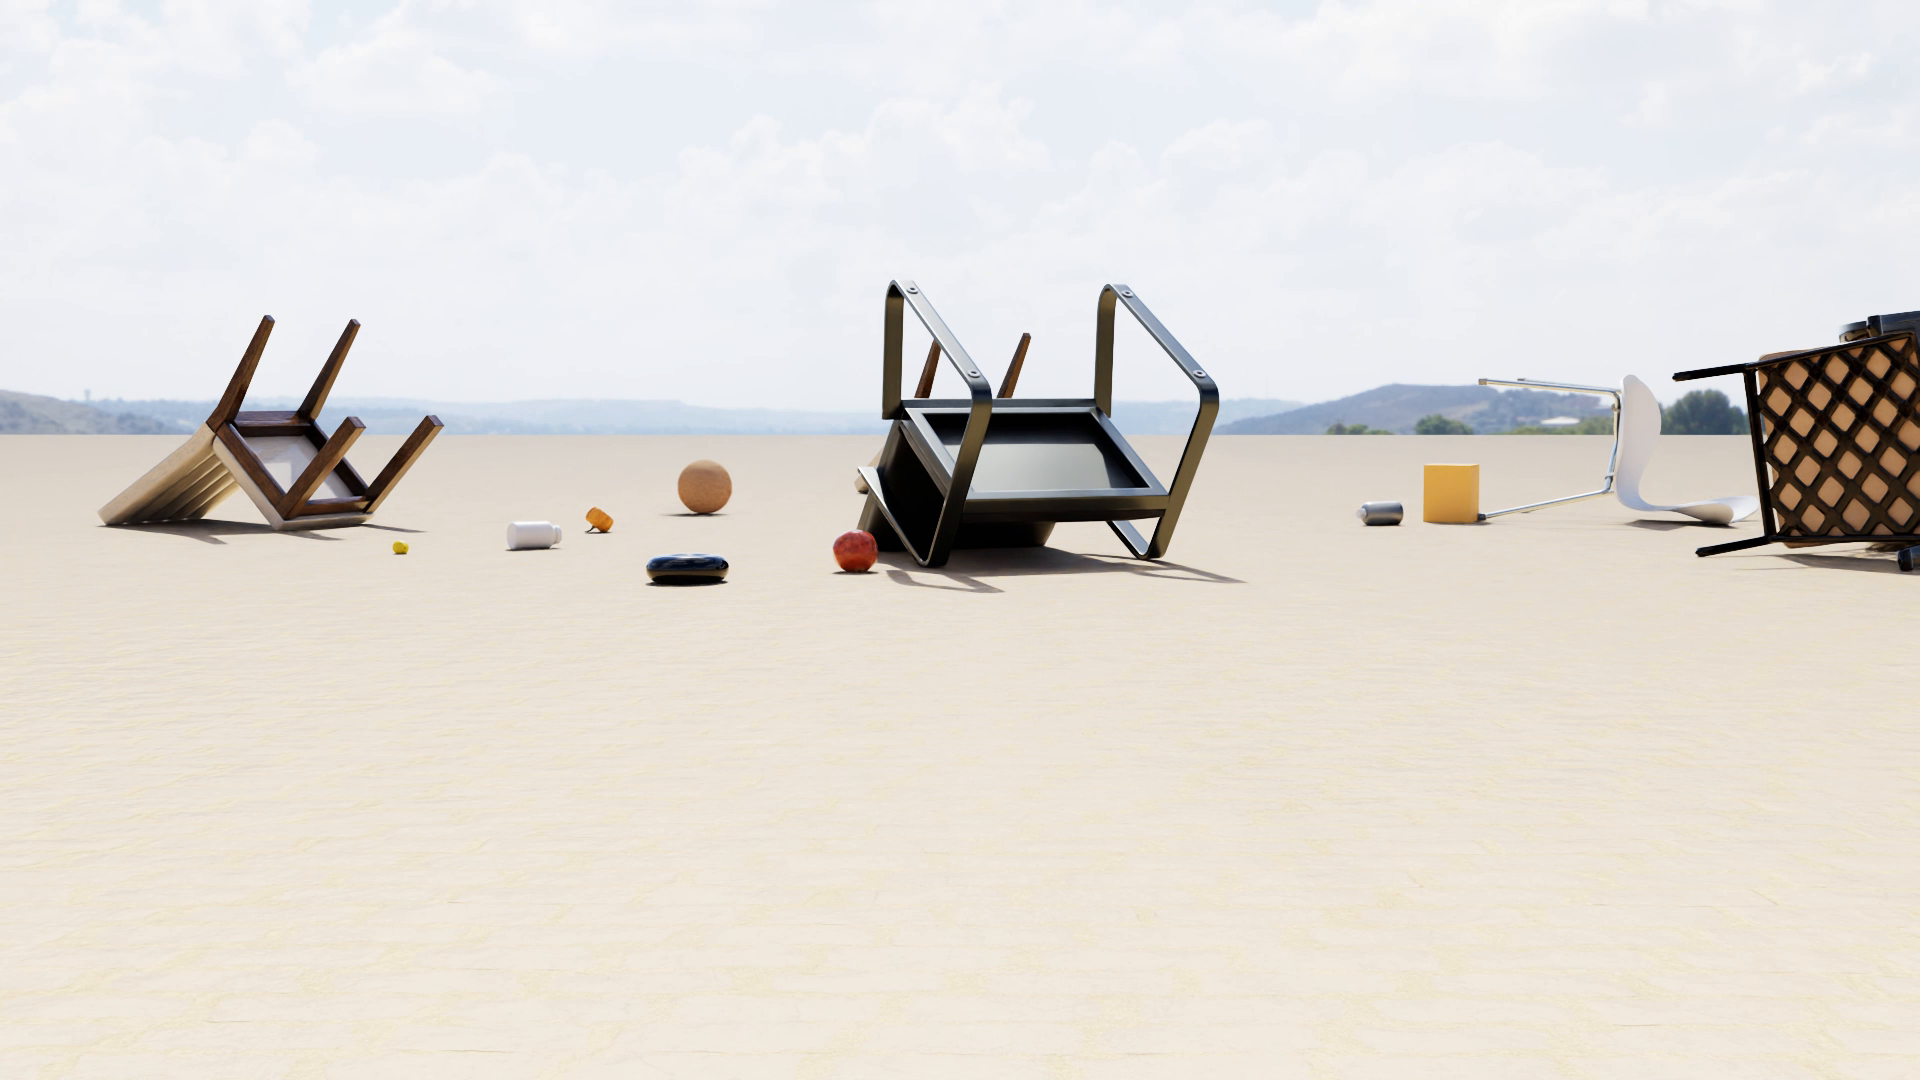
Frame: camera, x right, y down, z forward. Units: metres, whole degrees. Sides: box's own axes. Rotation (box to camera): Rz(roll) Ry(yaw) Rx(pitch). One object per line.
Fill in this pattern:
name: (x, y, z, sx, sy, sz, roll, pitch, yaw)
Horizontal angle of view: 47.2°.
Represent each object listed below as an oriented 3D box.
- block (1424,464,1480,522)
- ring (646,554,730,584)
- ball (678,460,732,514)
block: (1.673, -0.161, 7.483, 0.157, 0.192, 0.165, 2, 4, 23)
ring: (-0.633, 0.067, 5.115, 0.173, 0.064, 0.208, 2, 3, 43)
ball: (-0.918, -0.193, 7.911, 0.197, 0.197, 0.197, 0, 4, 0)
